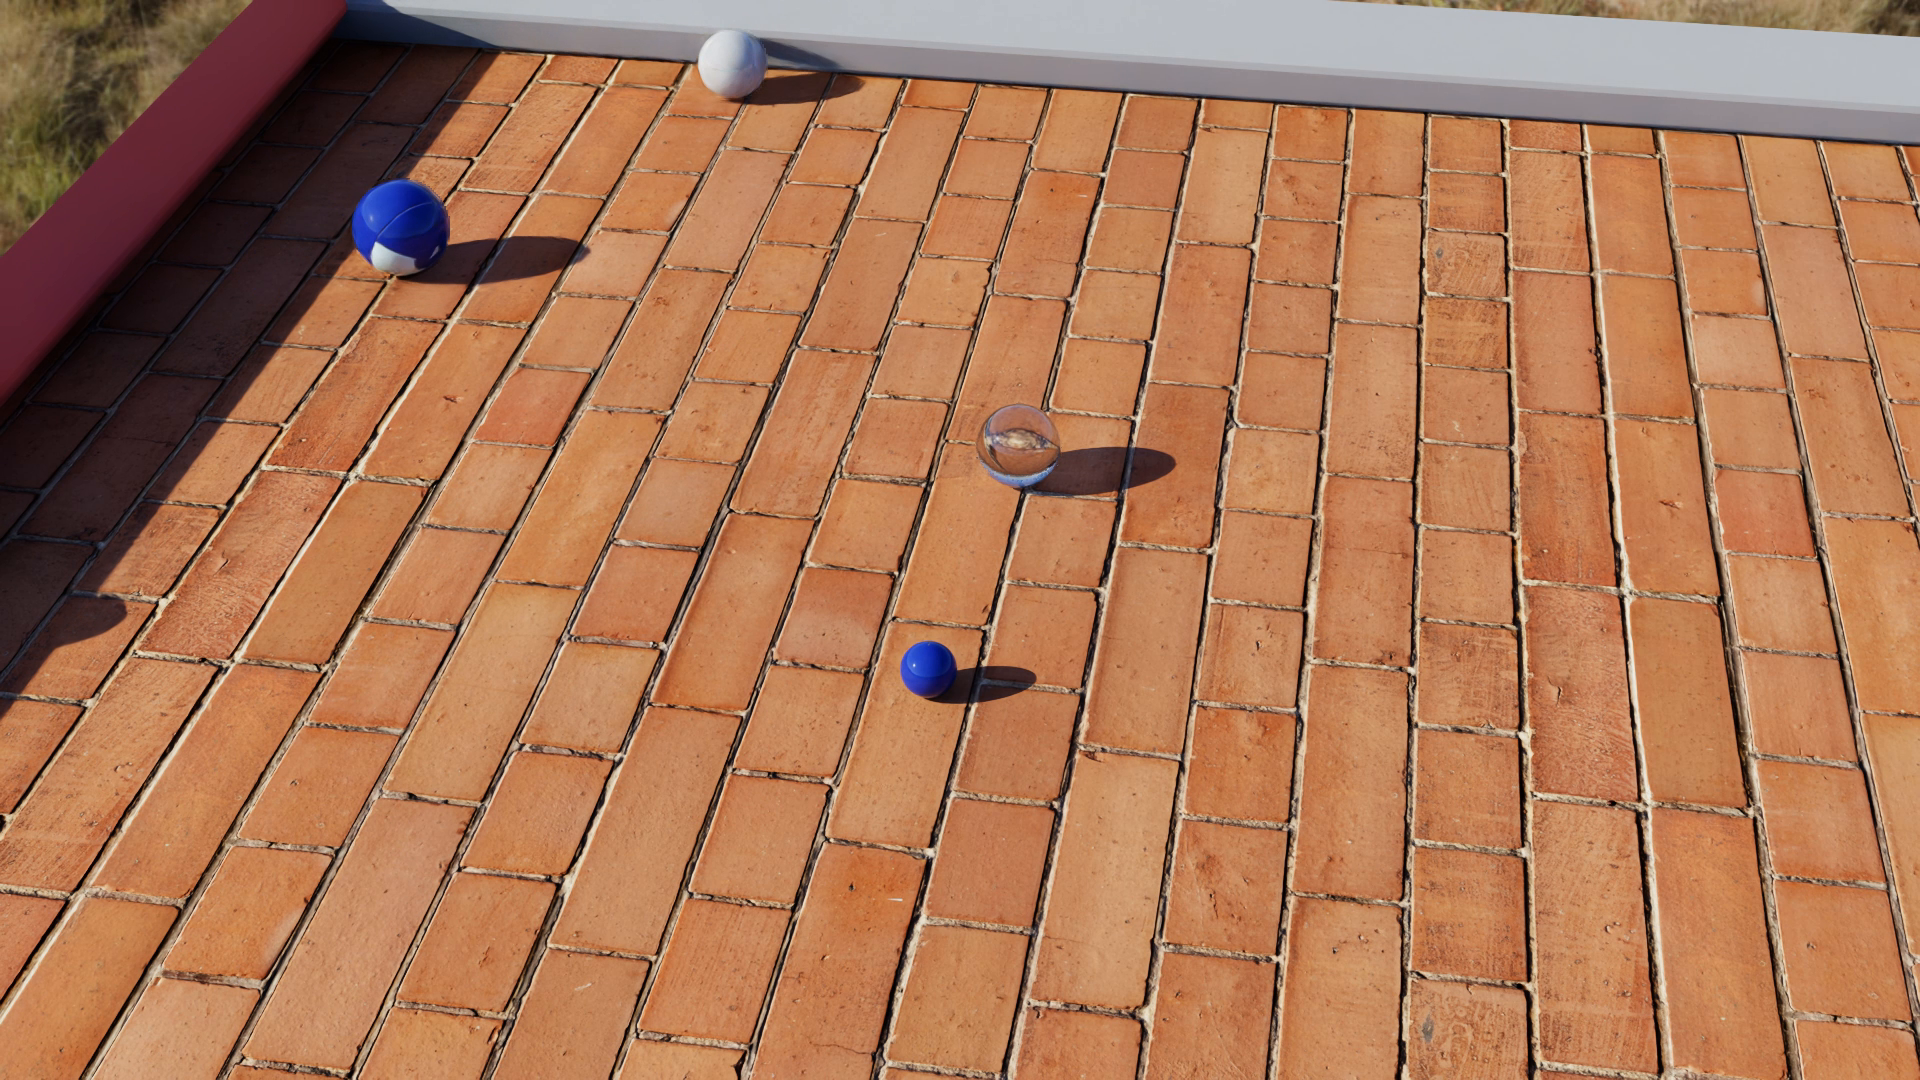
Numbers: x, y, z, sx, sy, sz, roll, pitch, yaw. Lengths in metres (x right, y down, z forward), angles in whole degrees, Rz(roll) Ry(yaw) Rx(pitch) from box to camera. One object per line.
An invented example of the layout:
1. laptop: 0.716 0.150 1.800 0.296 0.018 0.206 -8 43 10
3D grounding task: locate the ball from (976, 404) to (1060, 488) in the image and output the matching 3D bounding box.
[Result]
1. ball: 0.046 -0.075 2.033 0.067 0.067 0.067 0 35 0

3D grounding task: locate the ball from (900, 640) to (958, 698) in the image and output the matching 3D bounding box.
1. ball: -0.022 0.091 1.815 0.041 0.041 0.041 0 35 0

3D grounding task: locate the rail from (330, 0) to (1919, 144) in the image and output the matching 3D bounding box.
1. rail: 0.957 -0.427 2.502 3.328 0.111 0.045 5 35 8

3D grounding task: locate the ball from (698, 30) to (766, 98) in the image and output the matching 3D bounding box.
1. ball: -0.233 -0.487 2.627 0.070 0.070 0.070 0 35 0

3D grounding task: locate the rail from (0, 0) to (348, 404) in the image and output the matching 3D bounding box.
1. rail: -0.798 -0.095 2.020 0.045 0.111 1.760 5 35 8

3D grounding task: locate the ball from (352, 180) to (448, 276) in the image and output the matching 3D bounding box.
1. ball: -0.505 -0.282 2.316 0.086 0.086 0.086 0 35 0
